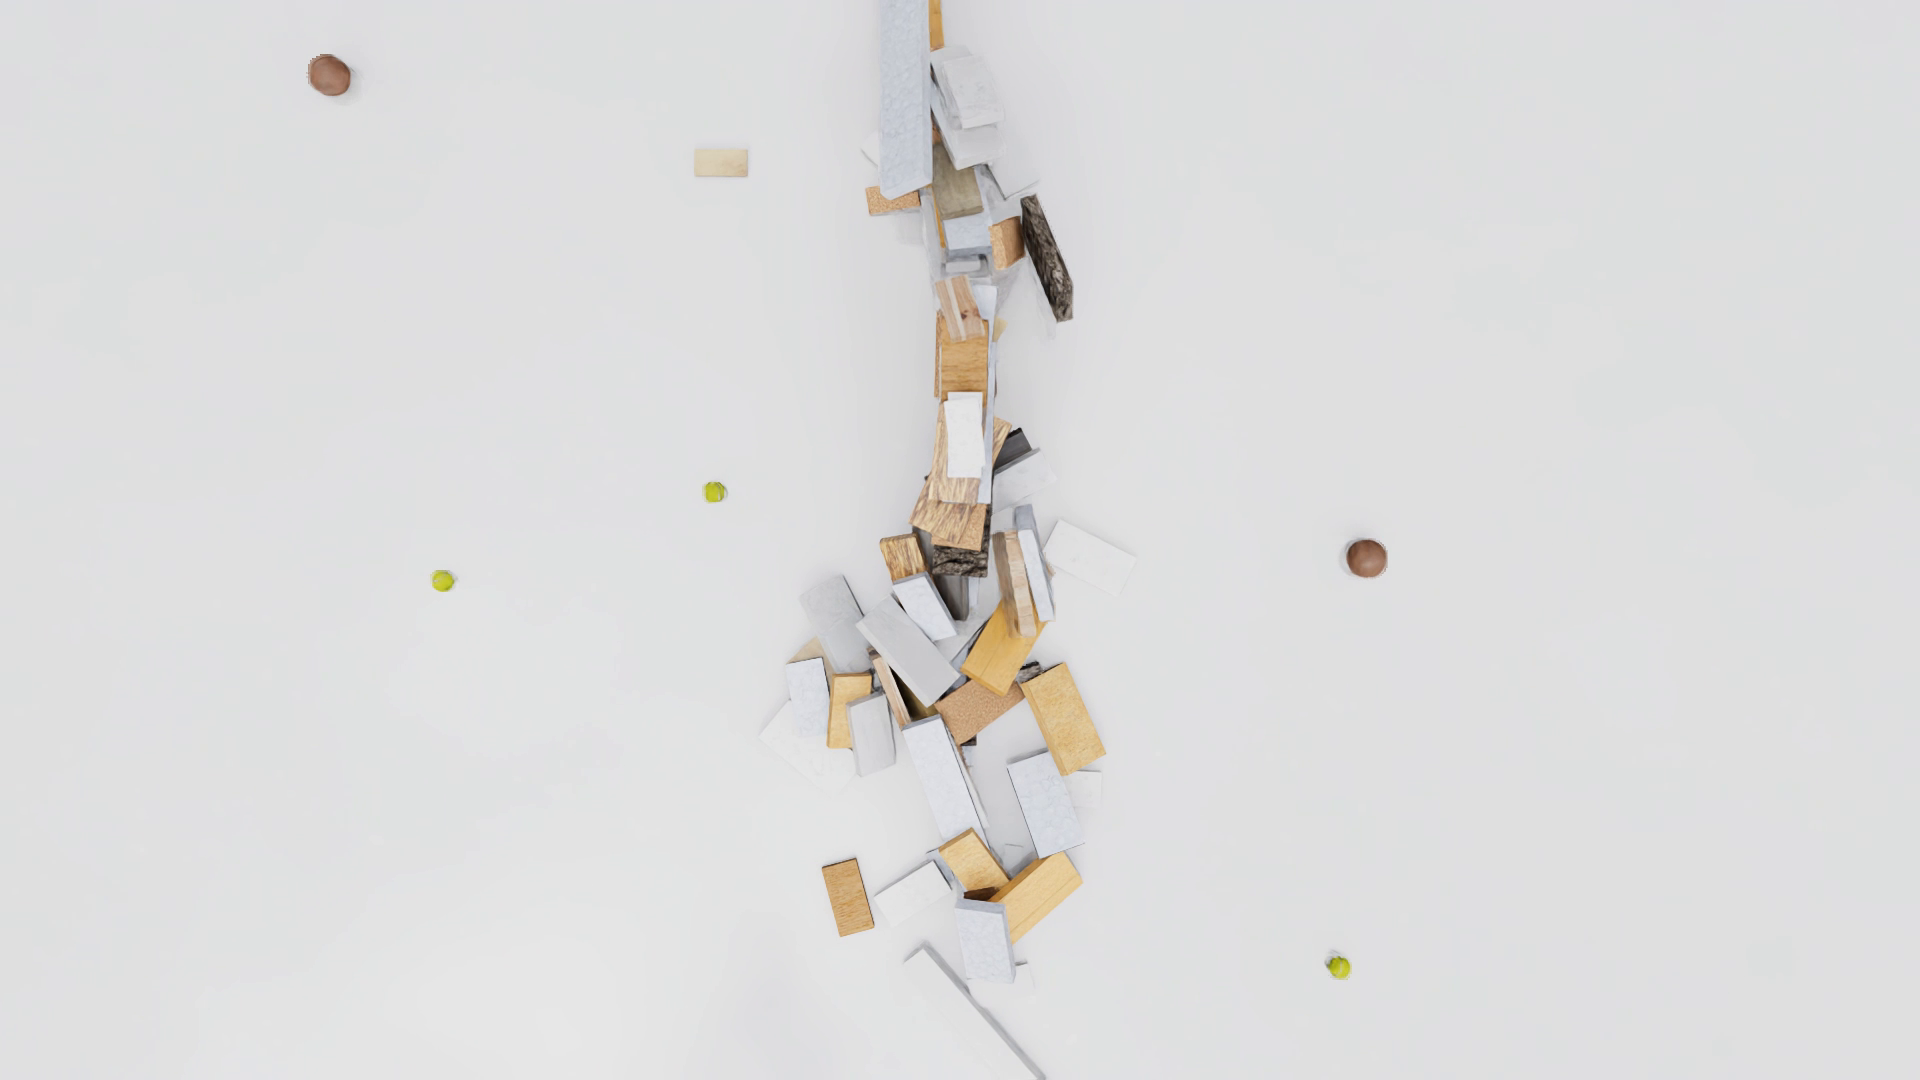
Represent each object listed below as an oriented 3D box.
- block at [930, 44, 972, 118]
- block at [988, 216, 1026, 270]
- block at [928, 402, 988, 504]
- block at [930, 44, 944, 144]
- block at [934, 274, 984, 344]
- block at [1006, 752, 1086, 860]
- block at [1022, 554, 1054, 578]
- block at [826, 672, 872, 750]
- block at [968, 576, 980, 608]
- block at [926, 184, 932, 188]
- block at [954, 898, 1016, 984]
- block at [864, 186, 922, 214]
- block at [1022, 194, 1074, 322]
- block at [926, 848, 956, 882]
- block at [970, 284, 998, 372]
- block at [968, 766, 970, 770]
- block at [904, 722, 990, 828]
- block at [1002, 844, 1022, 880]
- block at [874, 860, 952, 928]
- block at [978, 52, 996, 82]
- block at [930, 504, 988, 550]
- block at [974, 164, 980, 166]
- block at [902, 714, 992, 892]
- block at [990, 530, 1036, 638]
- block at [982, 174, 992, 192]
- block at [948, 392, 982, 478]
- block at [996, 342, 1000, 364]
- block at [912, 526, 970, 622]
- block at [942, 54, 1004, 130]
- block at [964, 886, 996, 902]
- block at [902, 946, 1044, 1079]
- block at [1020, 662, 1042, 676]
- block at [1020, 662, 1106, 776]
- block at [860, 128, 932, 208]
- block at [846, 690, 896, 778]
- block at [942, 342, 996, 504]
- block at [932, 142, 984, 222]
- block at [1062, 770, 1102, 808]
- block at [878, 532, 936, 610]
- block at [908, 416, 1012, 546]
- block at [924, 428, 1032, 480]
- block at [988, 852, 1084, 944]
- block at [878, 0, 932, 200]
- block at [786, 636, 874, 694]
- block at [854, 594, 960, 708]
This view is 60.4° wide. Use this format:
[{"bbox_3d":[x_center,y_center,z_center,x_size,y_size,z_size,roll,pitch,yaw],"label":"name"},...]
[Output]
[{"bbox_3d":[-0.005,-1.443,5.172,0.130,0.037,0.260,-15,59,-6],"label":"block"},{"bbox_3d":[0.152,-0.942,5.211,0.037,0.406,0.131,-6,104,12],"label":"block"},{"bbox_3d":[-0.005,-0.261,4.960,0.145,0.041,0.291,7,95,3],"label":"block"},{"bbox_3d":[-0.077,-1.426,5.270,0.165,0.047,0.330,-19,67,-8],"label":"block"},{"bbox_3d":[-0.001,-0.686,4.893,0.102,0.029,0.203,-14,65,-3],"label":"block"},{"bbox_3d":[0.281,0.869,5.412,0.159,0.045,0.318,-18,75,-6],"label":"block"},{"bbox_3d":[0.243,0.074,5.451,0.072,0.020,0.143,-25,116,16],"label":"block"},{"bbox_3d":[-0.364,0.558,5.394,0.125,0.035,0.249,0,106,-22],"label":"block"},{"bbox_3d":[-0.011,0.010,5.345,0.171,0.048,0.449,7,120,3],"label":"block"},{"bbox_3d":[-0.070,-1.352,5.393,0.160,0.045,0.426,-11,67,-2],"label":"block"},{"bbox_3d":[0.084,1.307,5.368,0.159,0.045,0.328,3,125,18],"label":"block"},{"bbox_3d":[-0.222,-1.136,5.462,0.174,0.025,0.087,-7,103,11],"label":"block"},{"bbox_3d":[0.277,-0.901,5.272,0.049,0.172,0.393,-14,59,-6],"label":"block"},{"bbox_3d":[-0.065,1.087,5.492,0.058,0.016,0.116,-22,90,0],"label":"block"},{"bbox_3d":[0.031,-0.633,4.983,0.138,0.039,0.275,6,97,3],"label":"block"},{"bbox_3d":[0.002,0.798,5.491,0.064,0.018,0.128,-2,90,0],"label":"block"},{"bbox_3d":[-0.041,0.791,5.384,0.145,0.041,0.382,-21,107,4],"label":"block"},{"bbox_3d":[0.172,1.075,5.492,0.058,0.016,0.116,8,90,0],"label":"block"},{"bbox_3d":[-0.156,1.172,5.474,0.236,0.033,0.118,-32,90,5],"label":"block"},{"bbox_3d":[0.088,-1.568,5.492,0.056,0.016,0.112,3,90,0],"label":"block"},{"bbox_3d":[0.009,-0.128,5.104,0.153,0.043,0.305,8,86,3],"label":"block"},{"bbox_3d":[-0.055,-1.329,5.333,0.160,0.045,0.320,-15,67,-3],"label":"block"},{"bbox_3d":[-0.020,0.875,5.367,0.131,0.037,0.659,-18,109,3],"label":"block"},{"bbox_3d":[0.171,0.142,5.317,0.049,0.172,0.344,-10,89,-14],"label":"block"},{"bbox_3d":[0.064,-1.167,5.493,0.046,0.013,0.092,37,90,0],"label":"block"},{"bbox_3d":[0.015,-0.313,4.919,0.102,0.029,0.254,1,95,4],"label":"block"},{"bbox_3d":[0.070,-0.630,5.116,0.088,0.025,0.176,-6,81,-2],"label":"block"},{"bbox_3d":[-0.061,0.098,5.340,0.171,0.048,0.341,5,120,11],"label":"block"},{"bbox_3d":[0.040,-1.387,5.092,0.131,0.037,0.261,-13,59,-5],"label":"block"},{"bbox_3d":[0.081,1.246,5.426,0.104,0.030,0.209,-11,109,0],"label":"block"},{"bbox_3d":[0.235,1.821,5.467,0.104,0.030,1.183,-41,90,21],"label":"block"},{"bbox_3d":[0.230,0.426,5.428,0.072,0.143,0.020,-17,89,0],"label":"block"},{"bbox_3d":[0.341,0.590,5.437,0.167,0.047,0.333,-24,90,-31],"label":"block"},{"bbox_3d":[-0.172,-1.204,5.472,0.363,0.025,0.087,44,94,-4],"label":"block"},{"bbox_3d":[-0.292,0.637,5.408,0.131,0.037,0.262,-18,114,-25],"label":"block"},{"bbox_3d":[0.030,-0.358,5.029,0.145,0.041,0.492,2,86,3],"label":"block"},{"bbox_3d":[-0.023,-1.145,5.208,0.138,0.039,0.275,-12,67,-2],"label":"block"},{"bbox_3d":[0.350,0.824,5.483,0.236,0.033,0.118,3,90,0],"label":"block"},{"bbox_3d":[-0.163,0.101,5.316,0.125,0.035,0.249,-10,116,18],"label":"block"},{"bbox_3d":[0.000,-0.203,5.064,0.167,0.047,0.407,24,87,4],"label":"block"},{"bbox_3d":[0.068,-0.228,5.294,0.349,0.034,0.120,-27,119,5],"label":"block"},{"bbox_3d":[0.237,1.165,5.412,0.324,0.046,0.162,-38,113,-13],"label":"block"},{"bbox_3d":[-0.177,-1.576,5.253,0.165,0.047,1.054,-15,66,33],"label":"block"},{"bbox_3d":[-0.411,0.486,5.477,0.162,0.046,0.338,-43,90,0],"label":"block"},{"bbox_3d":[-0.168,0.356,5.311,0.351,0.043,0.153,49,51,-3],"label":"block"}]
